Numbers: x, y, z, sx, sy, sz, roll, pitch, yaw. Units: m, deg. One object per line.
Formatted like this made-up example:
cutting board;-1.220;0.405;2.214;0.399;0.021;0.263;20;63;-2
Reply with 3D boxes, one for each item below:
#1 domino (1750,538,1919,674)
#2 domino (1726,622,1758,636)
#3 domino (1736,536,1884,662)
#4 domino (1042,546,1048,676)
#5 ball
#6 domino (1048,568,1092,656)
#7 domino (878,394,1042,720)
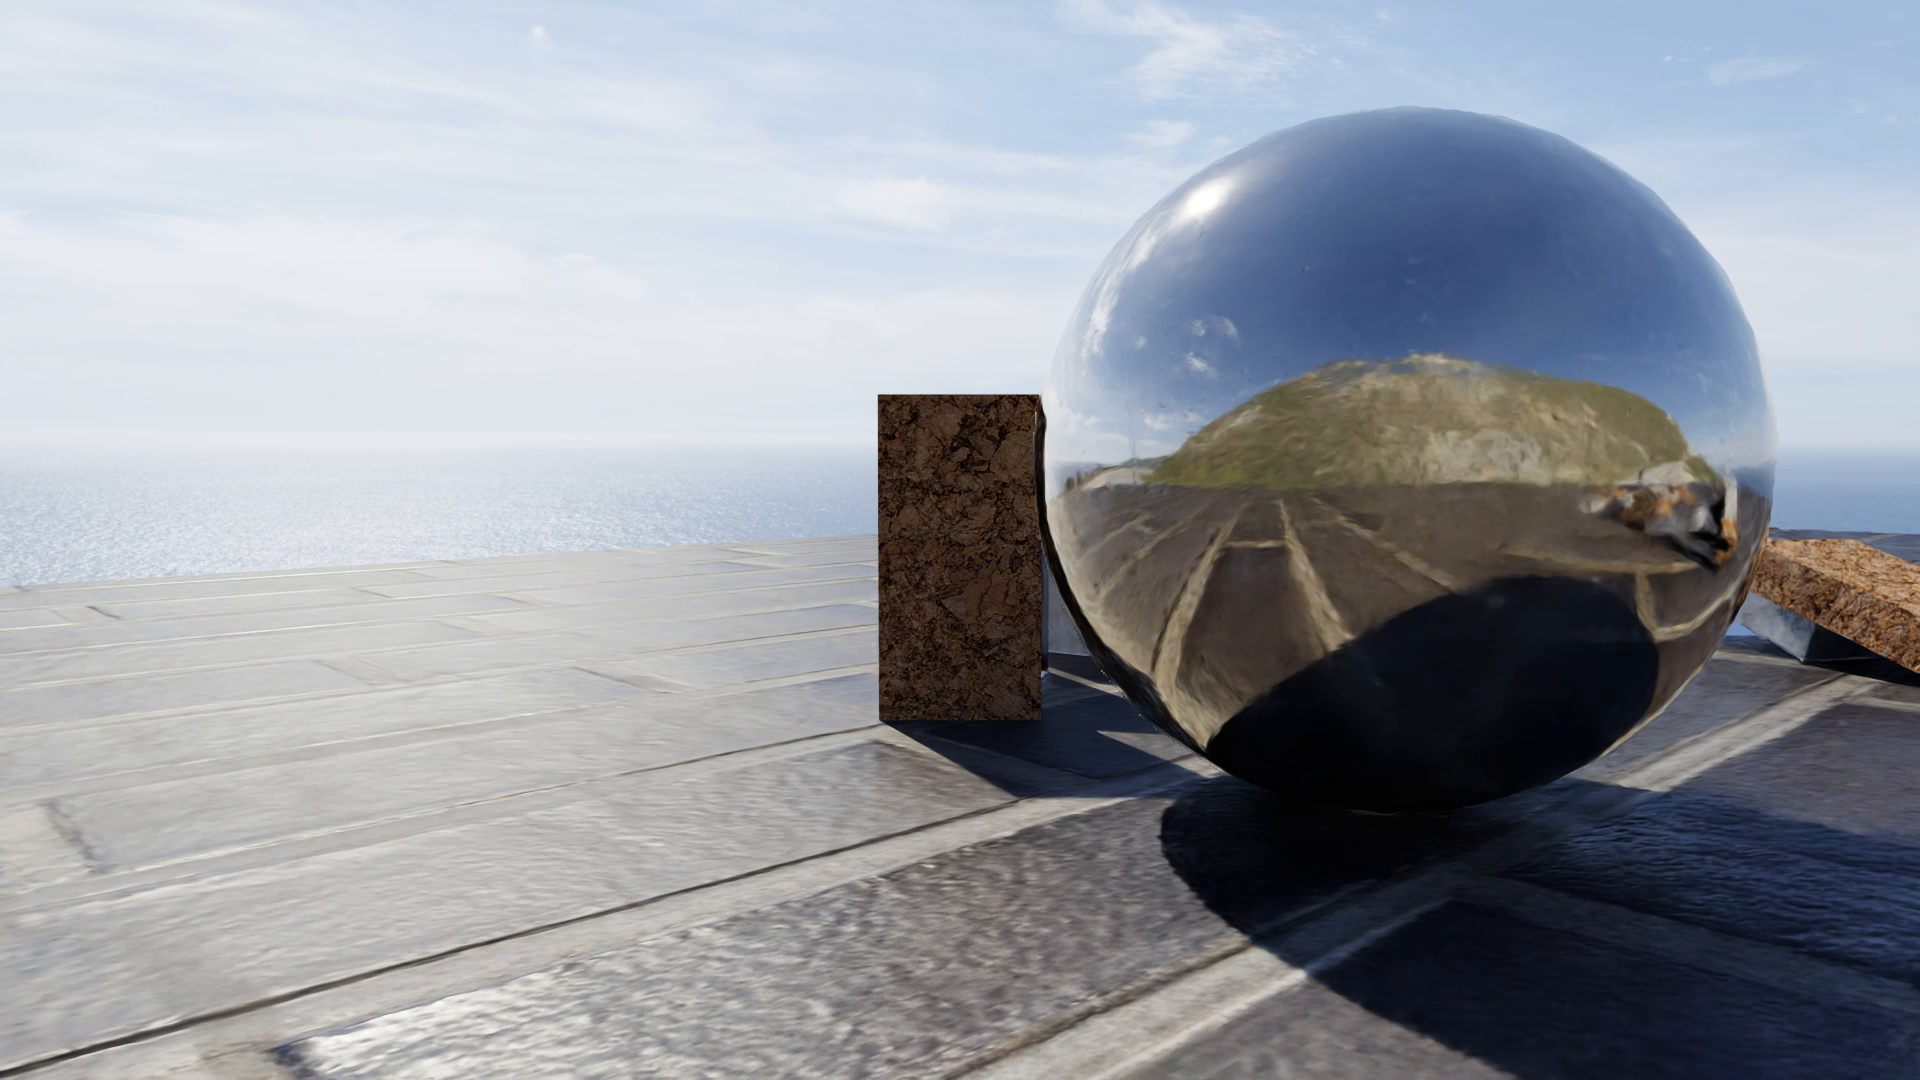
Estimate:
domino;0.176;0.013;0.239;0.025;0.009;0.050;-1;21;-14
domino;0.167;0.009;0.306;0.025;0.010;0.050;-1;17;-10
domino;0.173;0.010;0.274;0.025;0.010;0.050;-1;22;-11
domino;0.003;0.000;0.237;0.025;0.050;0.010;1;4;15
ball;0.049;-0.009;0.151;0.080;0.080;0.080;0;4;0
domino;0.018;-0.002;0.266;0.025;0.050;0.010;3;5;34
domino;0.000;0.002;0.201;0.025;0.050;0.010;0;4;0
